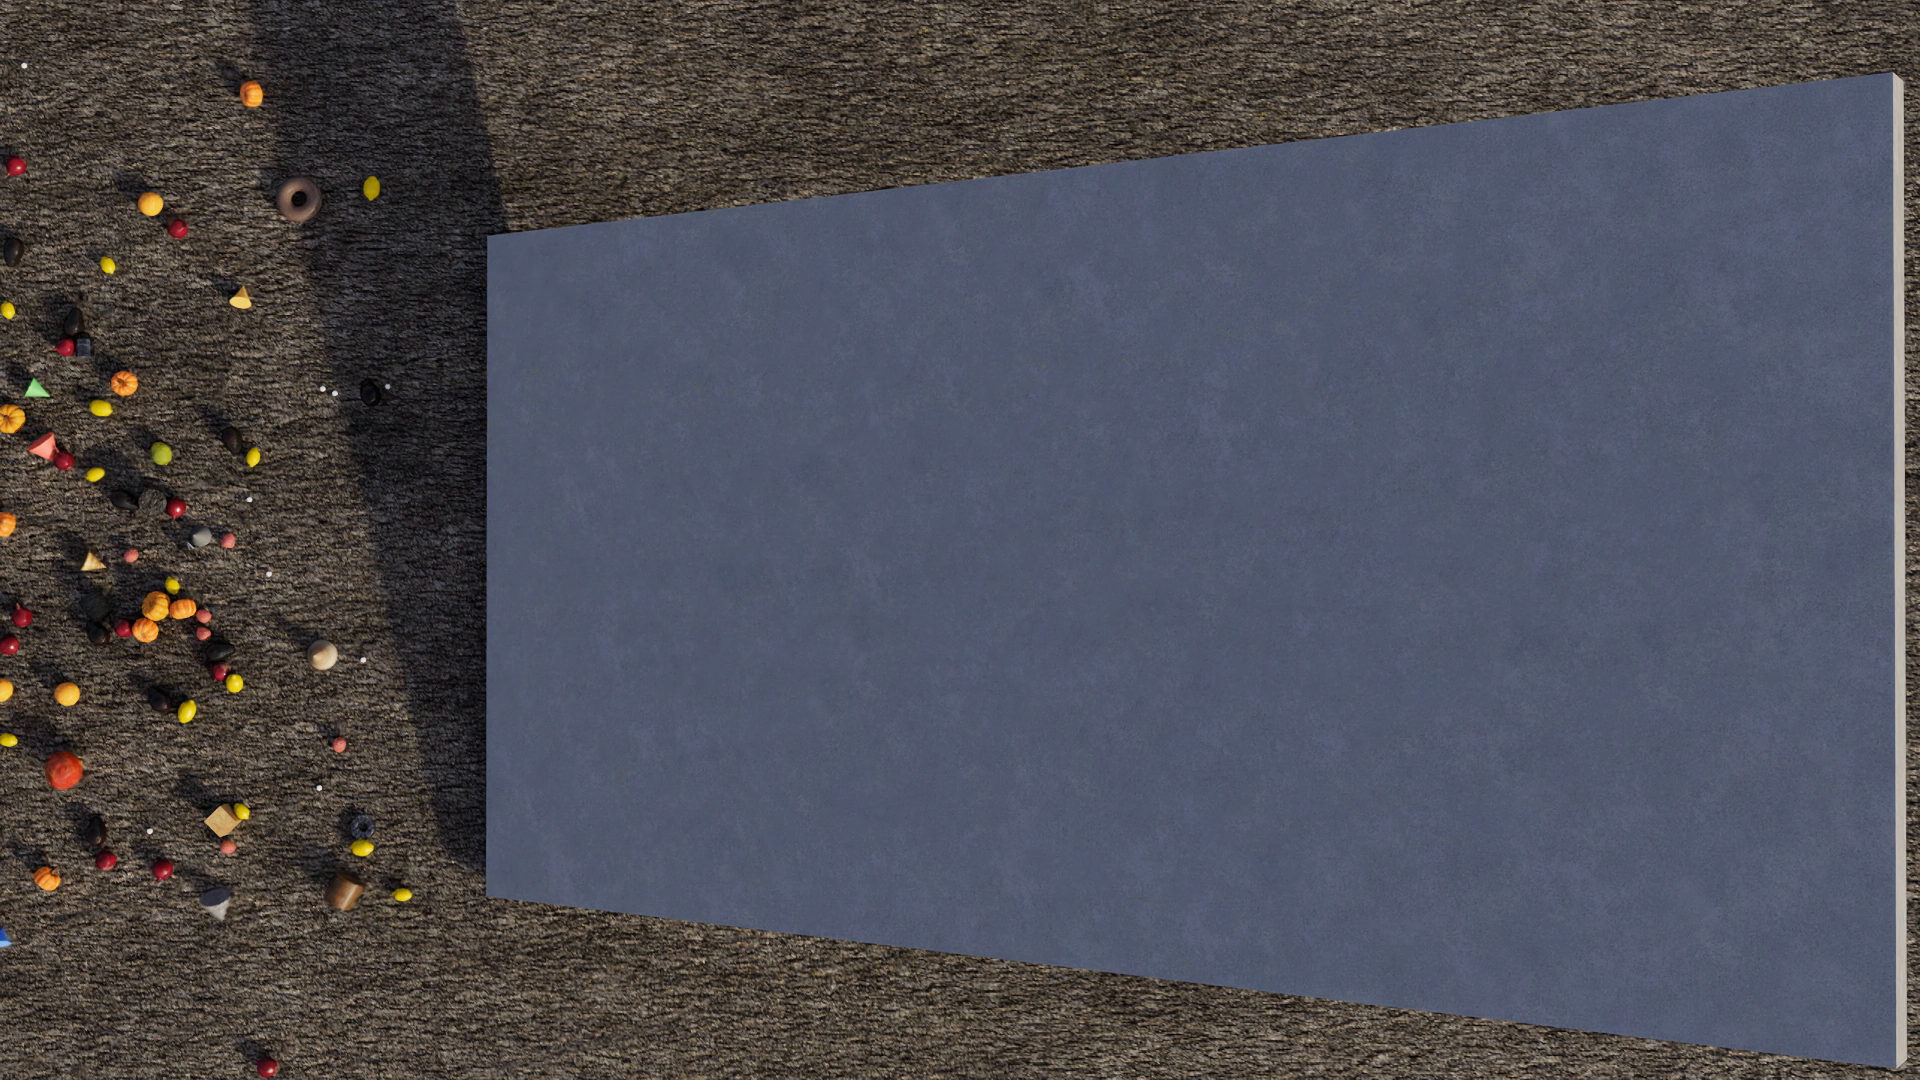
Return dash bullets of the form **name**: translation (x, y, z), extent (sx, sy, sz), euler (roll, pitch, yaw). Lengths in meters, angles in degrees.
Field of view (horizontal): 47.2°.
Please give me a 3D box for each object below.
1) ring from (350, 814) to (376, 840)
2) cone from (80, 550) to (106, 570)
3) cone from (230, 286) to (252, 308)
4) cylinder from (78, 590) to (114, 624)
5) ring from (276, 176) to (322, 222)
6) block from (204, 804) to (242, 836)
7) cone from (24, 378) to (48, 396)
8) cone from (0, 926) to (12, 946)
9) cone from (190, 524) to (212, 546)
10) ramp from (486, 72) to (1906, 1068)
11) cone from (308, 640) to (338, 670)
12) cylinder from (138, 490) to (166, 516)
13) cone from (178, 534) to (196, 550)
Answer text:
- **ring**: translation (-1.825, 0.879, 6.724), extent (0.078, 0.026, 0.078), euler (0, 90, -1)
- **cone**: translation (-2.643, 0.073, 6.727), extent (0.070, 0.070, 0.070), euler (23, 90, -26)
- **cone**: translation (-2.199, -0.753, 6.736), extent (0.063, 0.063, 0.063), euler (0, 63, 0)
- **cylinder**: translation (-2.634, 0.202, 6.706), extent (0.073, 0.073, 0.073), euler (-36, 90, 0)
- **ring**: translation (-2.023, -1.044, 6.729), extent (0.141, 0.047, 0.141), euler (0, 88, 0)
- **block**: translation (-2.245, 0.854, 6.703), extent (0.068, 0.068, 0.068), euler (-45, 90, 0)
- **cone**: translation (-2.819, -0.454, 6.733), extent (0.066, 0.066, 0.066), euler (28, 90, -26)
- **cone**: translation (-2.927, 1.208, 6.722), extent (0.054, 0.054, 0.054), euler (-9, 63, 0)
- **cone**: translation (-2.329, -0.014, 6.710), extent (0.067, 0.067, 0.067), euler (0, 90, 0)
- **ramp**: translation (0.250, 0.069, 5.579), extent (4.000, 0.100, 2.000), euler (0, 89, 34)
- **cone**: translation (-1.955, 0.351, 6.694), extent (0.094, 0.094, 0.094), euler (0, 90, 0)
- **cylinder**: translation (-2.457, -0.112, 6.693), extent (0.080, 0.080, 0.080), euler (1, 88, -20)
- **cone**: translation (-2.369, -0.002, 6.732), extent (0.050, 0.050, 0.050), euler (-13, 63, 0)
